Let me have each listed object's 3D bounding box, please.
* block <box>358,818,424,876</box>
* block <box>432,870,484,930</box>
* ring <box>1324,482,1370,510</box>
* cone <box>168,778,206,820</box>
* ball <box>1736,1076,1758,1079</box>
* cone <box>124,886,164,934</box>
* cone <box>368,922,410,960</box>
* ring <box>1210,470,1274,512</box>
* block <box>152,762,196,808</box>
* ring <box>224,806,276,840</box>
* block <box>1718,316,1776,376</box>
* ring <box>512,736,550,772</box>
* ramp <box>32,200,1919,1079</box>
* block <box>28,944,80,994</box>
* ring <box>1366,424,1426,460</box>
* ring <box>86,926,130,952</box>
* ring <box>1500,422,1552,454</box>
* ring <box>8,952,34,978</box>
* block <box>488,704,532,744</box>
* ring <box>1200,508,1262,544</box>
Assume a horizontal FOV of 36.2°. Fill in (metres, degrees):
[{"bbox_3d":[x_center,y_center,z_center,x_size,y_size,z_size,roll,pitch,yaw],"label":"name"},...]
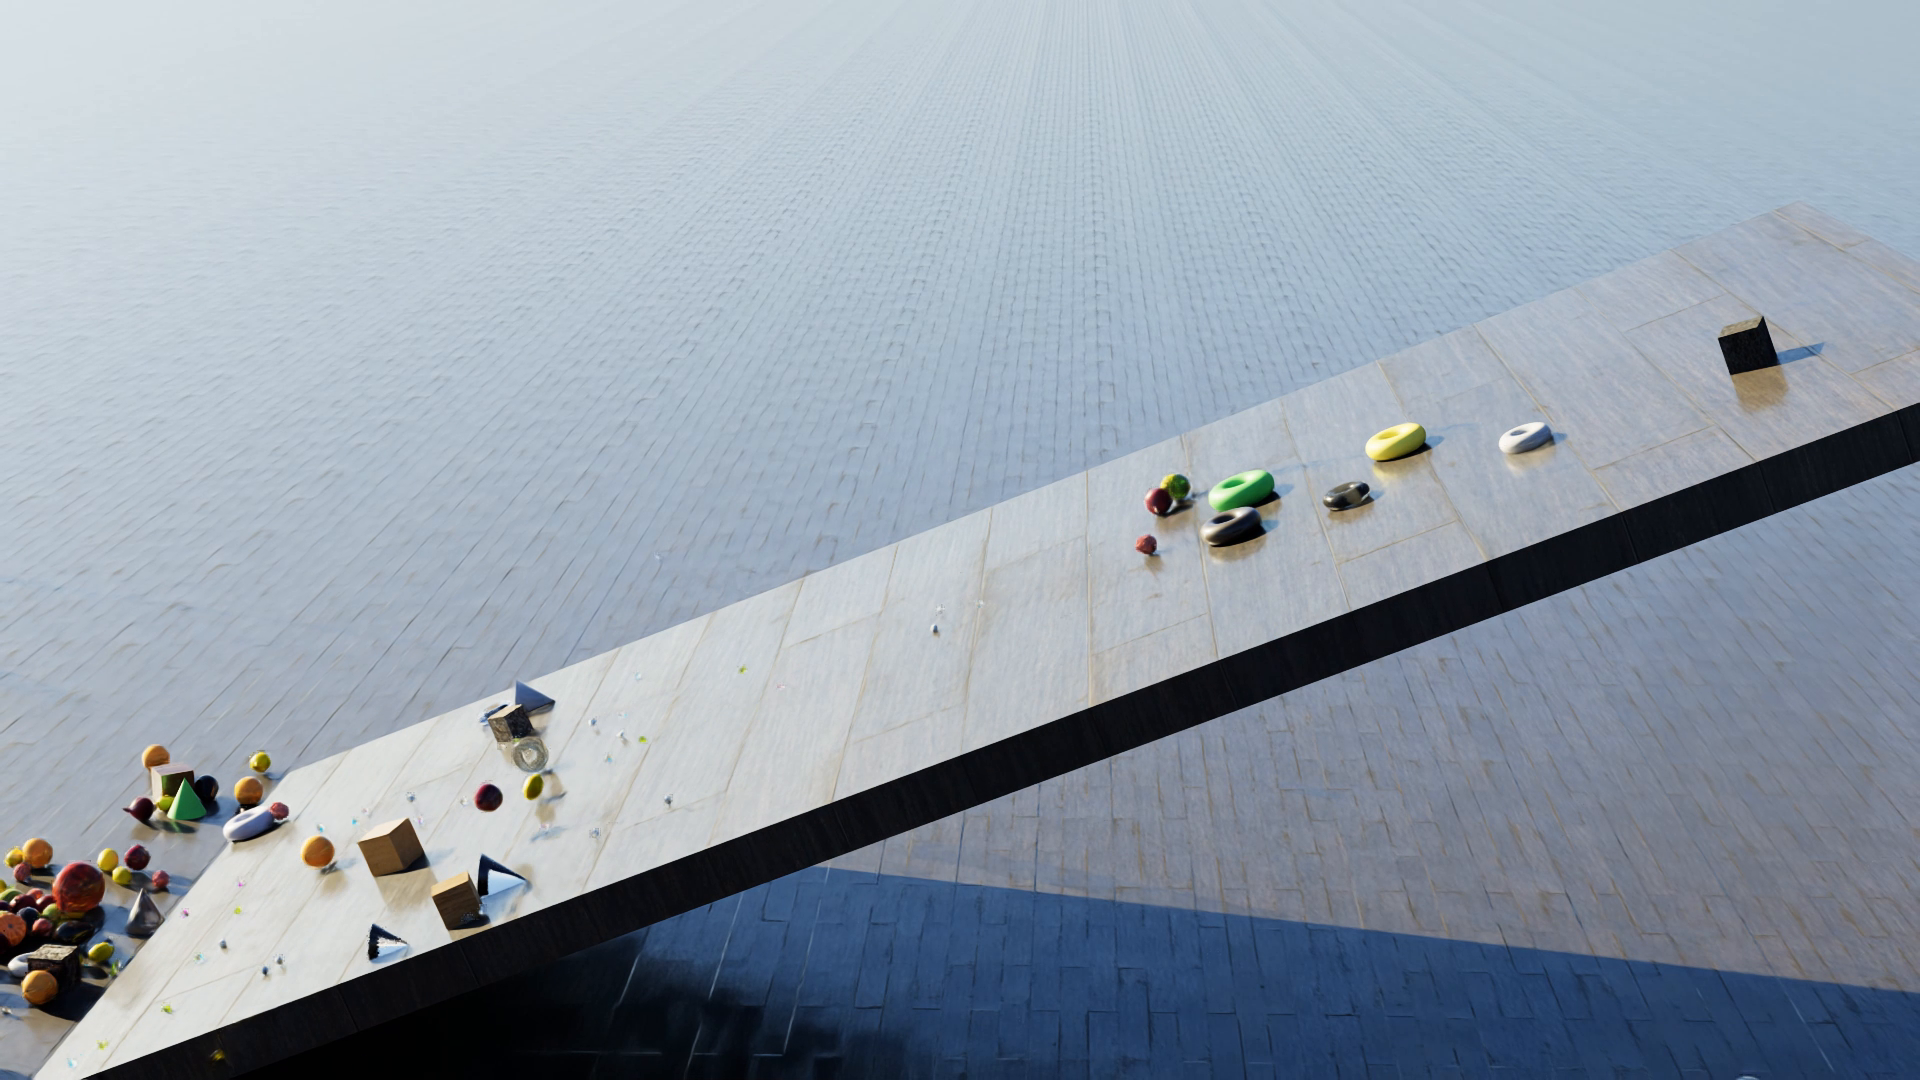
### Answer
[{"bbox_3d":[-1.189,0.641,6.144,0.083,0.083,0.083,-16,13,26],"label":"block"},{"bbox_3d":[-0.950,0.682,5.561,0.074,0.074,0.074,-23,12,-6],"label":"block"},{"bbox_3d":[0.781,-0.090,5.948,0.098,0.033,0.098,-20,13,5],"label":"ring"},{"bbox_3d":[-1.964,0.648,7.463,0.097,0.097,0.097,0,14,0],"label":"cone"},{"bbox_3d":[1.525,1.084,5.686,0.092,0.092,0.092,0,14,0],"label":"ball"},{"bbox_3d":[-1.858,0.835,6.697,0.096,0.096,0.096,0,14,0],"label":"cone"},{"bbox_3d":[-1.072,0.759,5.537,0.072,0.072,0.072,5,14,-3],"label":"cone"},{"bbox_3d":[0.603,-0.105,6.297,0.147,0.049,0.147,-20,13,5],"label":"ring"},{"bbox_3d":[-2.024,0.629,7.568,0.085,0.085,0.085,-8,16,-31],"label":"block"},{"bbox_3d":[-1.691,0.675,7.000,0.130,0.043,0.130,-20,13,5],"label":"ring"},{"bbox_3d":[1.539,-0.381,5.752,0.079,0.079,0.079,-16,14,29],"label":"block"},{"bbox_3d":[-0.941,0.471,6.447,0.081,0.081,0.027,-1,10,-2],"label":"ring"},{"bbox_3d":[0.123,0.174,6.291,4.000,0.100,2.000,-21,12,7],"label":"ramp"},{"bbox_3d":[-1.958,0.928,6.355,0.079,0.079,0.079,3,14,11],"label":"block"},{"bbox_3d":[0.918,-0.206,6.190,0.131,0.044,0.131,-20,13,5],"label":"ring"},{"bbox_3d":[-1.909,0.894,6.588,0.095,0.032,0.095,-1,16,0],"label":"ring"},{"bbox_3d":[1.120,-0.201,5.825,0.106,0.035,0.106,-20,13,5],"label":"ring"},{"bbox_3d":[-2.035,0.931,6.442,0.096,0.032,0.096,-1,13,0],"label":"ring"},{"bbox_3d":[-1.052,0.430,6.876,0.064,0.064,0.064,-11,16,42],"label":"block"},{"bbox_3d":[0.557,-0.029,6.054,0.132,0.044,0.132,-20,13,5],"label":"ring"}]
